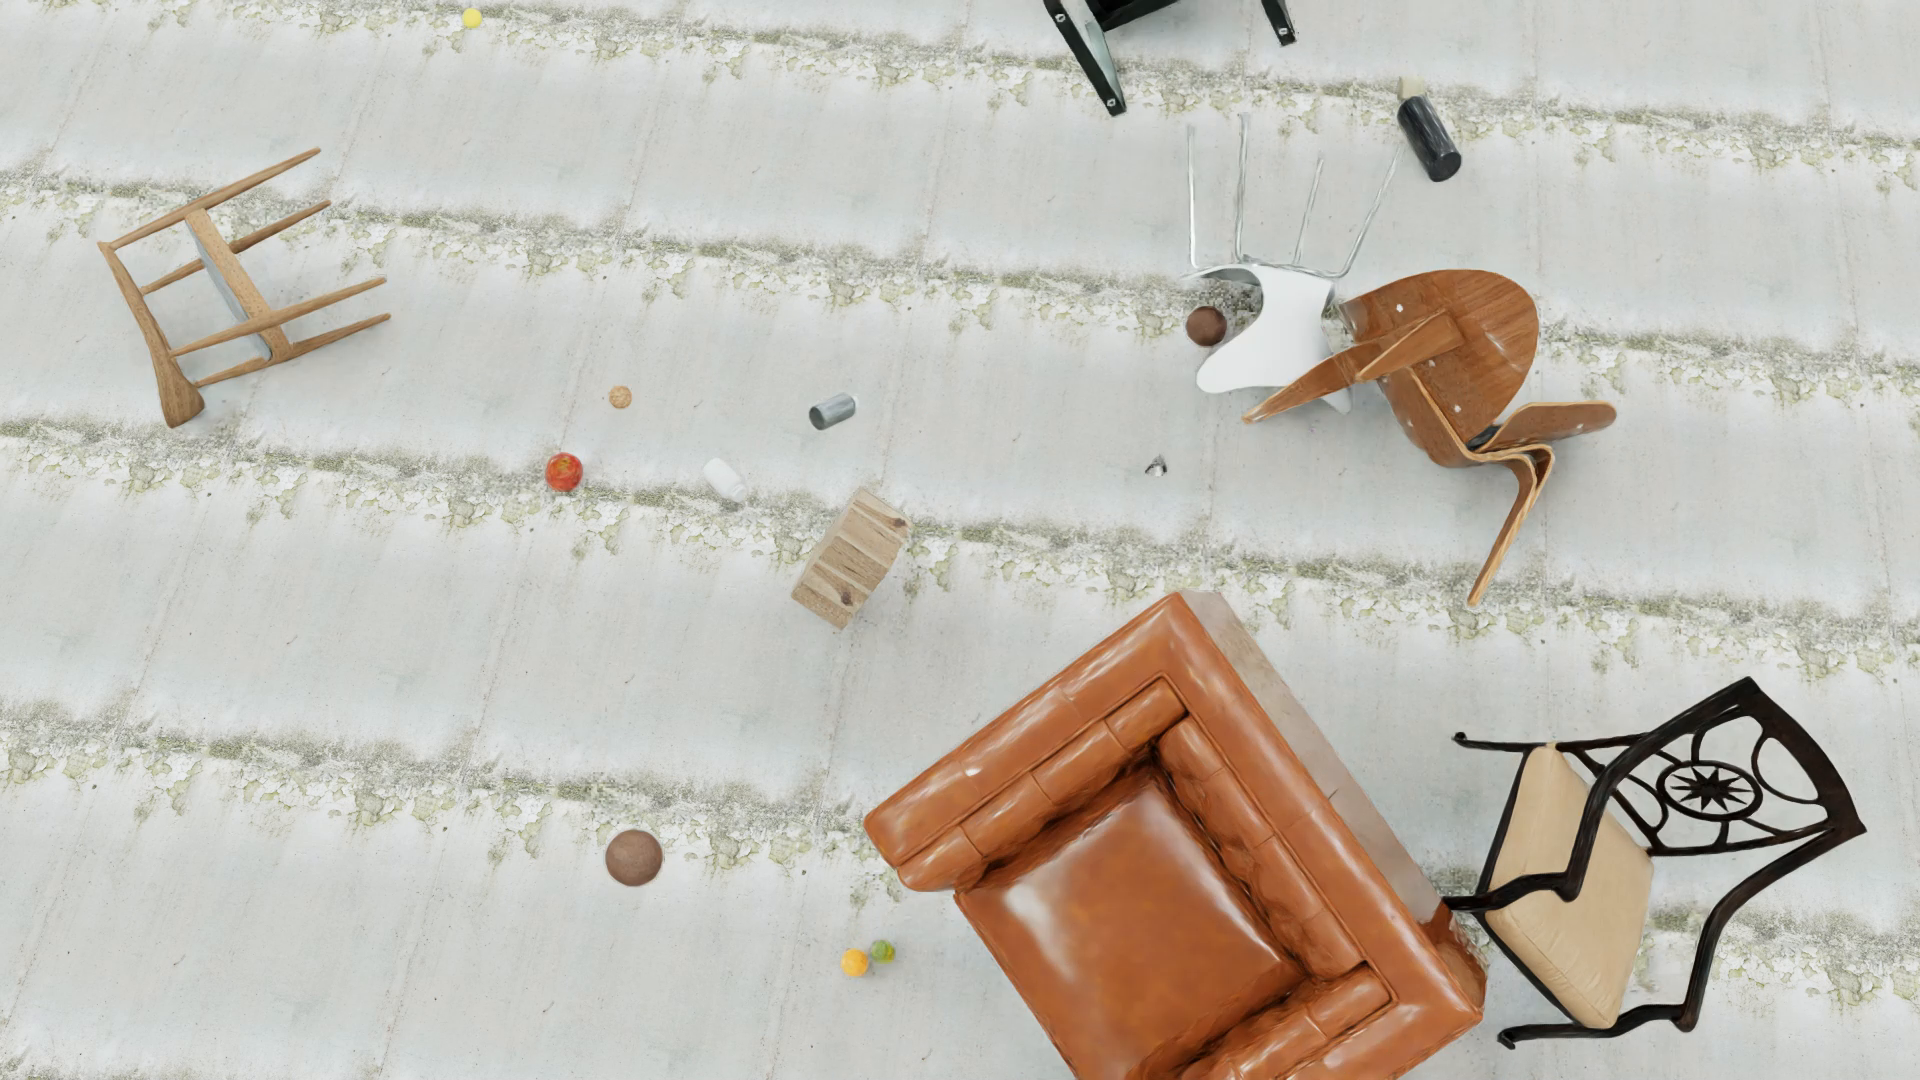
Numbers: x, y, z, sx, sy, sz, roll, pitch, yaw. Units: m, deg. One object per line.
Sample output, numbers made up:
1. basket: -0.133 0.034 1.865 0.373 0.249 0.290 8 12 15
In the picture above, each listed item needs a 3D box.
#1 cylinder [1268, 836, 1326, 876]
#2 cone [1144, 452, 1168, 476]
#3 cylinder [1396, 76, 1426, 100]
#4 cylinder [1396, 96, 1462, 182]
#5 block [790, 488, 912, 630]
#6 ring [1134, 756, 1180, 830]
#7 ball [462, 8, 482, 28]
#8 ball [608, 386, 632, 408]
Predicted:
1. cylinder: 0.910 0.854 5.938 0.096 0.055 0.128 -34 25 -29
2. cone: 0.605 -0.240 6.721 0.073 0.040 0.091 -11 37 22
3. cylinder: 1.551 -1.554 7.562 0.080 0.088 0.061 -4 38 -7
4. cylinder: 1.578 -1.352 7.399 0.117 0.136 0.275 -10 57 -14
5. block: -0.310 0.054 6.298 0.179 0.277 0.252 34 36 -7
6. ring: 0.531 0.683 5.933 0.133 0.309 0.047 -22 51 -24
7. ball: -1.723 -1.842 7.767 0.070 0.070 0.070 0 56 0
8. ball: -0.950 -0.400 6.152 0.065 0.065 0.065 0 56 0
